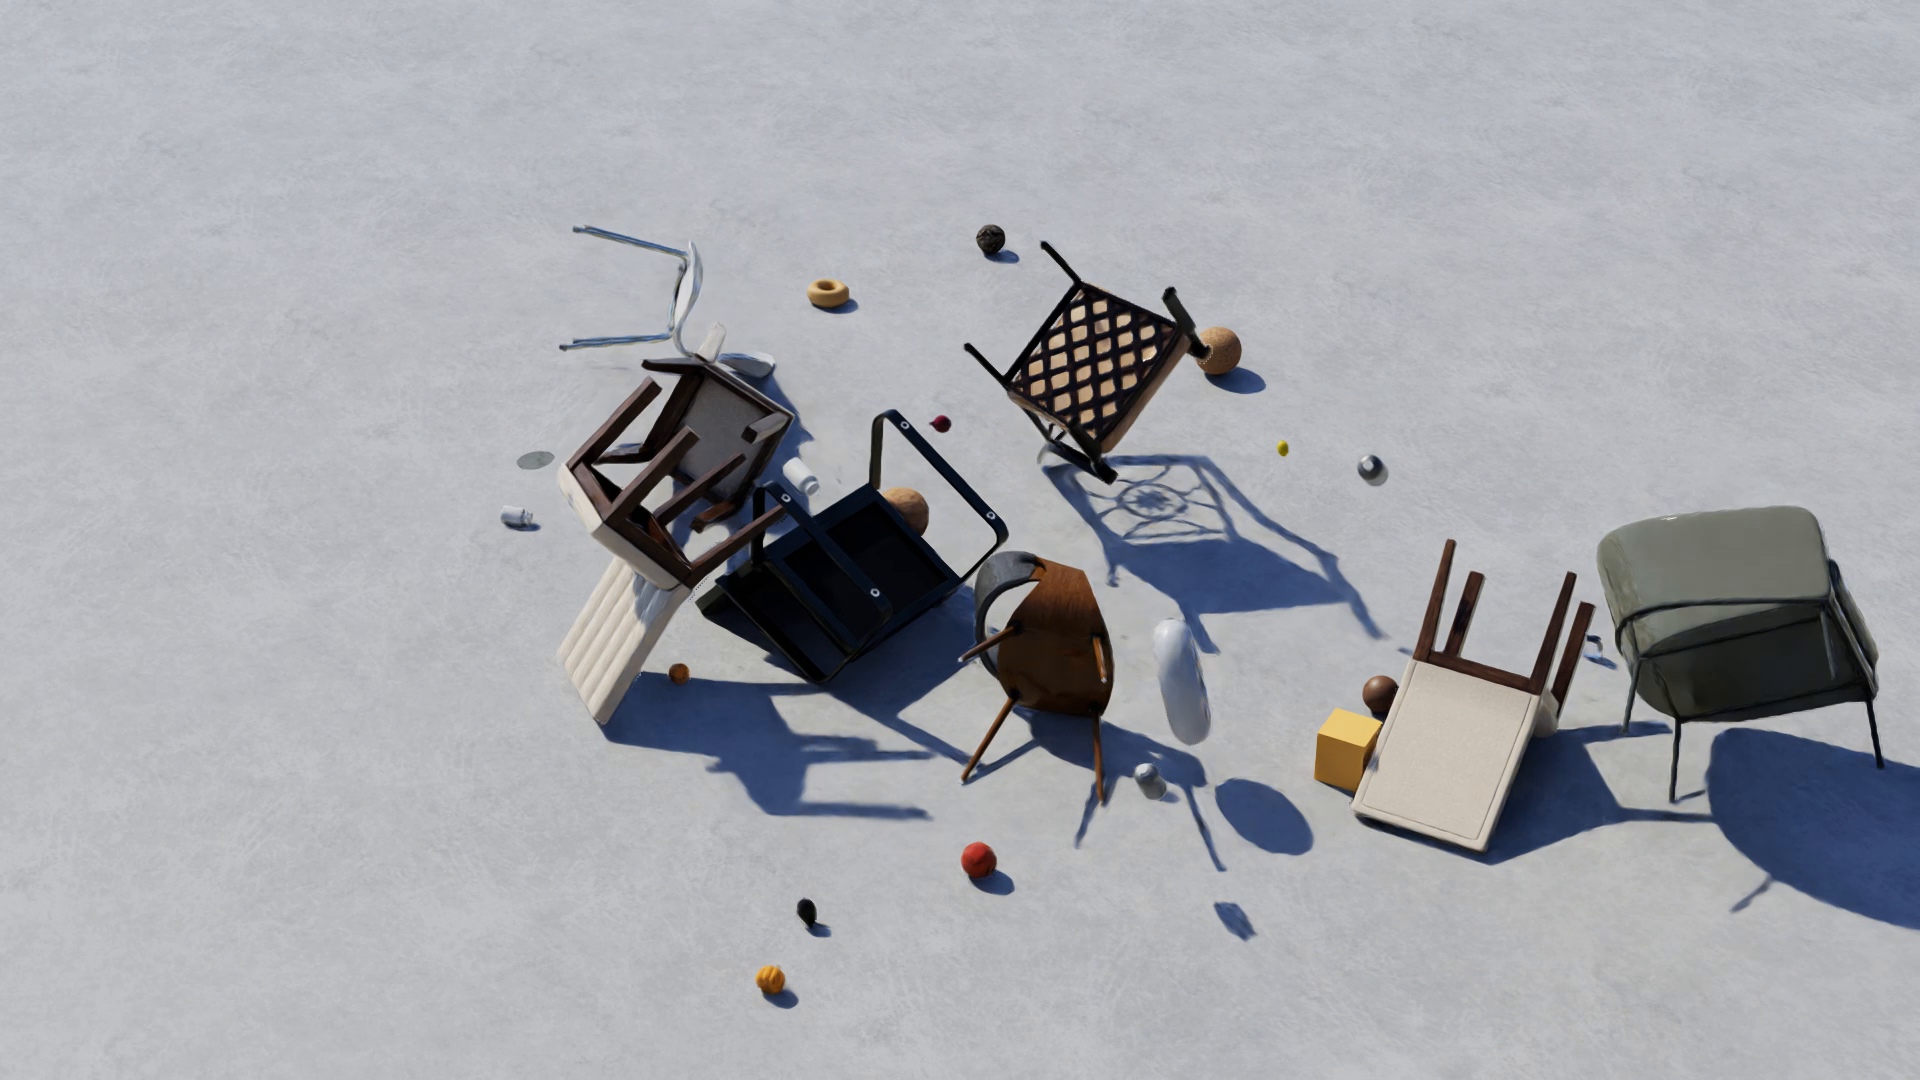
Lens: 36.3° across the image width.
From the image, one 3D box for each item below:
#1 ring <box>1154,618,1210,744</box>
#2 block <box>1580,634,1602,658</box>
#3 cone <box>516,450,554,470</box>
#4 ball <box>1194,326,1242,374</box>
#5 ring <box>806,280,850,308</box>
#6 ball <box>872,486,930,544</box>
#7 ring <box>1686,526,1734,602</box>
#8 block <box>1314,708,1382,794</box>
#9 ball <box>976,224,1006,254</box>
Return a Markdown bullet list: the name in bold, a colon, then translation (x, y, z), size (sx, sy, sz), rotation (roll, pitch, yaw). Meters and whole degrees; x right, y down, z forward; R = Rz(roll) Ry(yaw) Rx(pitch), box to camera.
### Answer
- **ring**: translation (0.725, 0.463, 9.572), size (0.129, 0.448, 0.312), rotation (-11, 25, 9)
- **block**: translation (2.217, 0.373, 10.303), size (0.067, 0.071, 0.037), rotation (14, 42, 32)
- **cone**: translation (-1.416, -0.252, 9.799), size (0.127, 0.052, 0.070), rotation (-11, 61, -6)
- **ball**: translation (1.049, -0.771, 11.935), size (0.197, 0.197, 0.197), rotation (0, 33, 0)
- **ring**: translation (-0.561, -1.050, 12.469), size (0.186, 0.076, 0.161), rotation (11, 35, 17)
- **ball**: translation (-0.214, -0.089, 10.621), size (0.209, 0.209, 0.209), rotation (0, 33, 0)
- **ring**: translation (2.693, 0.087, 10.530), size (0.133, 0.330, 0.262), rotation (-3, 69, 4)
- **block**: translation (1.285, 0.697, 9.712), size (0.165, 0.192, 0.157), rotation (17, 37, 23)
- **ball**: translation (0.135, -1.318, 12.828), size (0.129, 0.129, 0.129), rotation (0, 33, 0)
